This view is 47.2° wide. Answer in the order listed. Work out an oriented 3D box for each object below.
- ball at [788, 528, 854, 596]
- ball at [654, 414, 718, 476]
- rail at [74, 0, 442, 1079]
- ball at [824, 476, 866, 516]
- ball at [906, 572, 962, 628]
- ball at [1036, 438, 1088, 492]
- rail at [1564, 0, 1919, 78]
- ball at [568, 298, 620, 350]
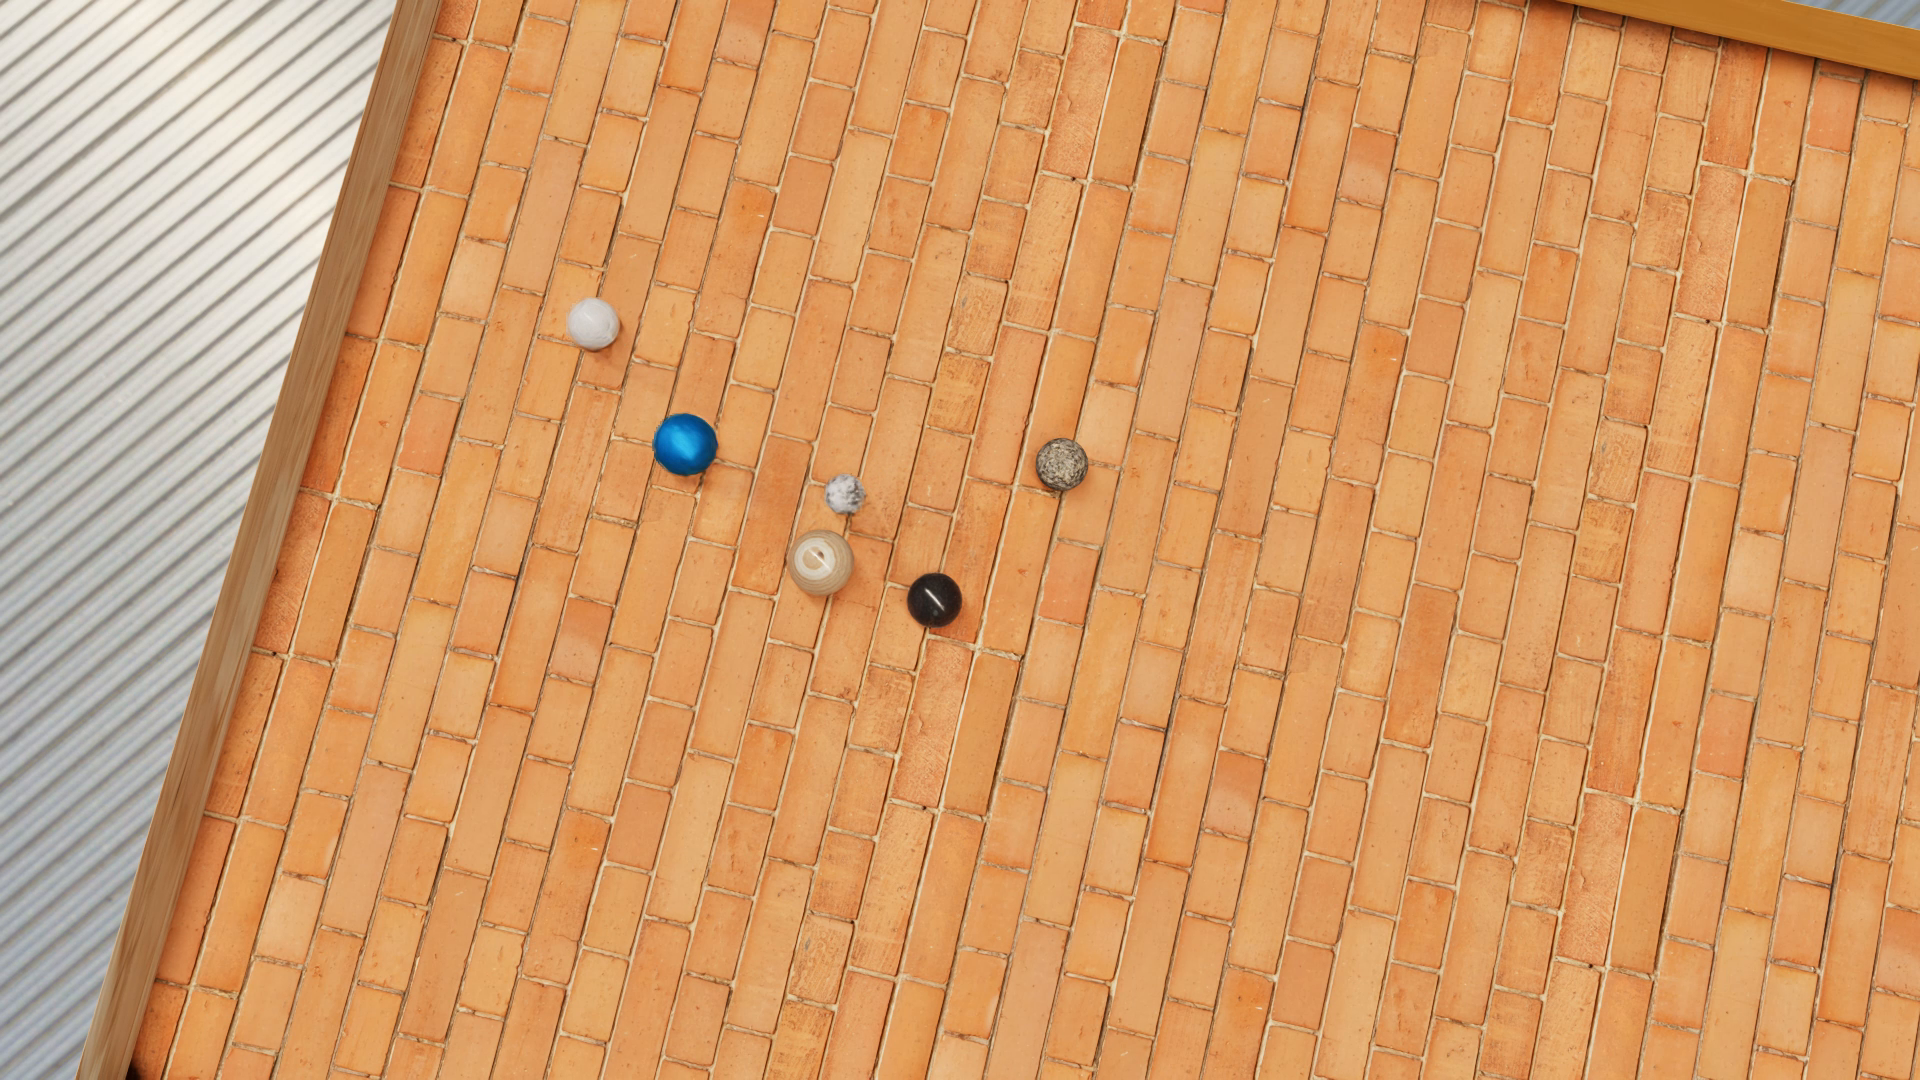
[{"bbox_3d":[-0.206,0.033,3.265,0.100,0.100,0.100,0,80,0],"label":"ball"},{"bbox_3d":[-0.411,-0.143,3.299,0.093,0.093,0.093,0,80,0],"label":"ball"},{"bbox_3d":[-0.970,-0.230,3.295,0.045,0.130,2.164,13,80,2],"label":"rail"},{"bbox_3d":[-0.173,-0.067,3.302,0.061,0.061,0.061,0,80,0],"label":"ball"},{"bbox_3d":[-0.038,0.090,3.262,0.084,0.084,0.084,0,80,0],"label":"ball"},{"bbox_3d":[0.153,-0.113,3.301,0.080,0.080,0.080,0,80,0],"label":"ball"},{"bbox_3d":[1.235,-0.788,3.396,4.079,0.130,0.045,13,80,2],"label":"rail"},{"bbox_3d":[-0.556,-0.328,3.340,0.079,0.079,0.079,0,80,0],"label":"ball"}]
